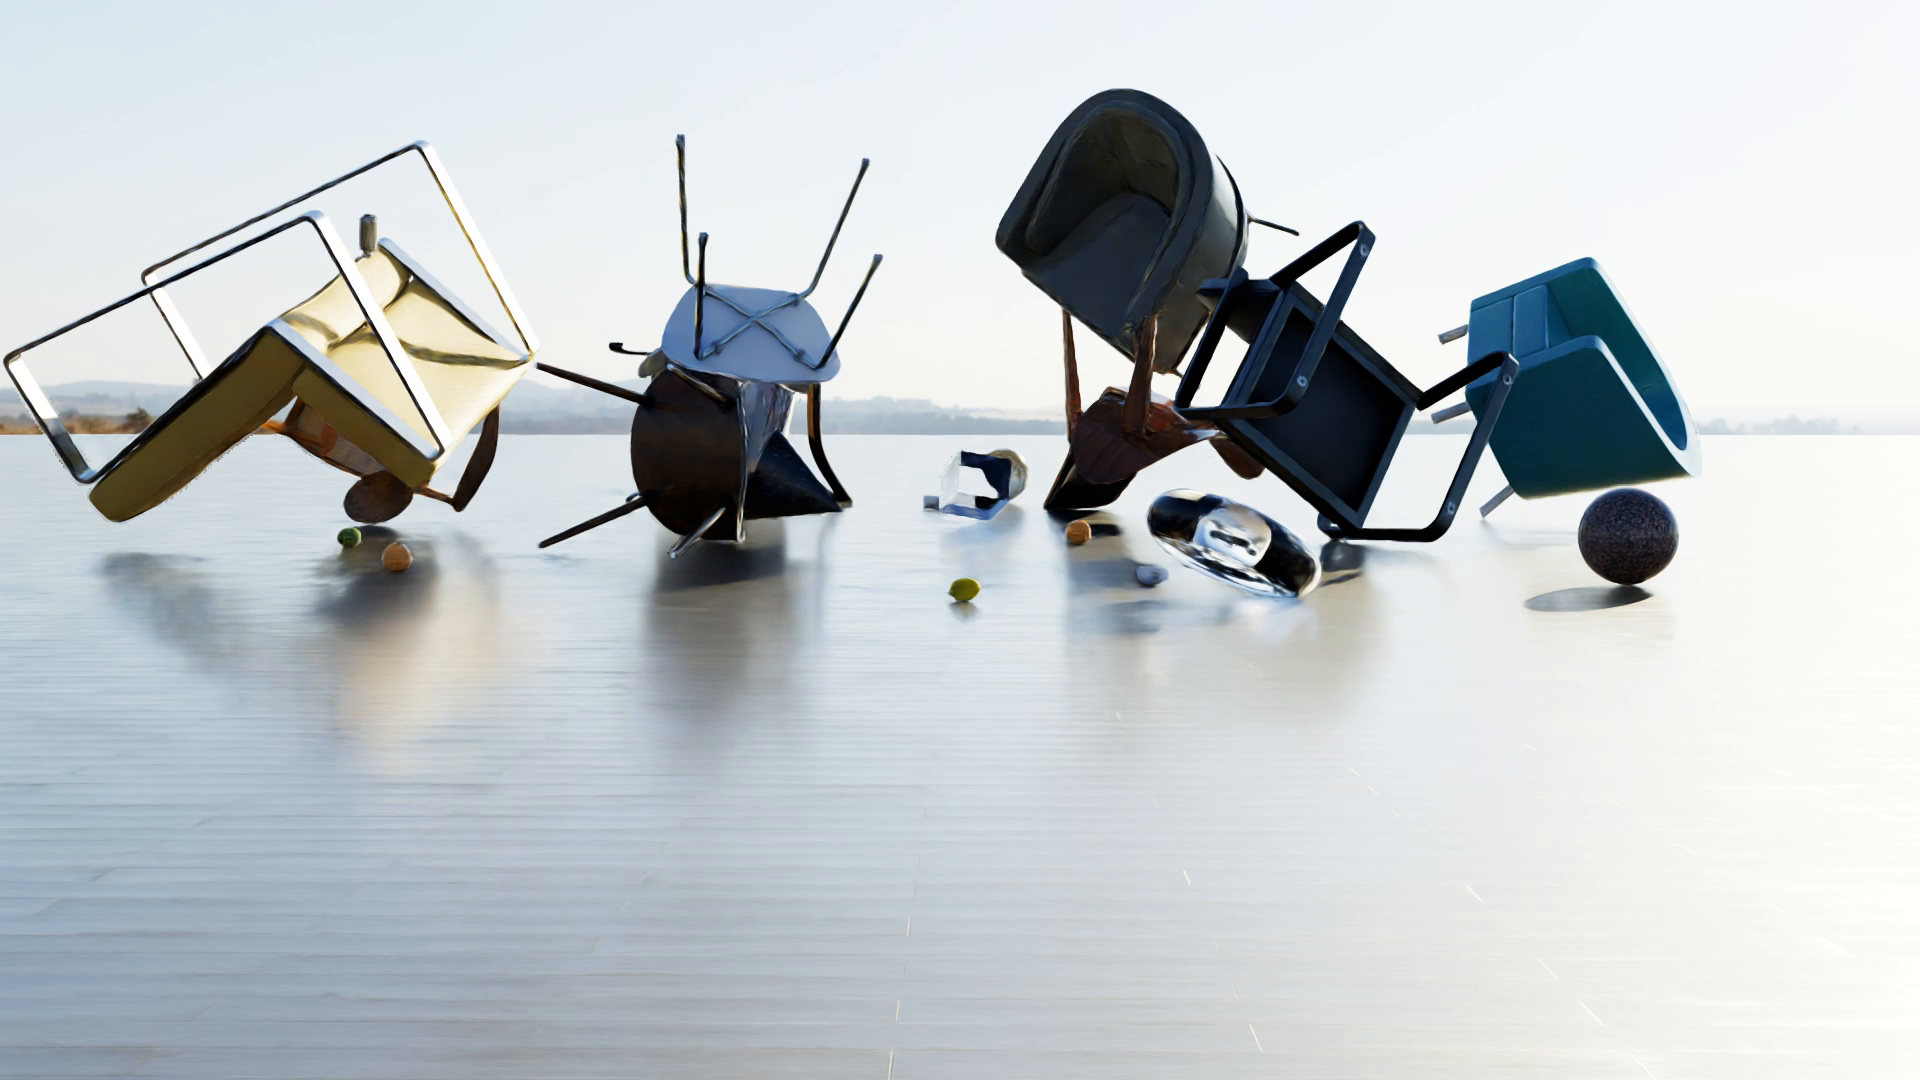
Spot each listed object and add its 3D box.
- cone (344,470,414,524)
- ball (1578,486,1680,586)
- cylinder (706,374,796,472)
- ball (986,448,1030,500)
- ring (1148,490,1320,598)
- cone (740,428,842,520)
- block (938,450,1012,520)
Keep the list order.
[{"bbox_3d":[-1.933,-0.123,7.426,0.242,0.172,0.223,-21,-9,-4],"label":"cone"},{"bbox_3d":[1.529,-0.010,5.029,0.227,0.227,0.227,0,4,0],"label":"ball"},{"bbox_3d":[-0.652,-0.358,6.890,0.211,0.253,0.255,5,-11,39],"label":"cylinder"},{"bbox_3d":[0.172,-0.261,8.790,0.213,0.213,0.213,0,4,0],"label":"ball"},{"bbox_3d":[0.582,0.009,4.695,0.397,0.113,0.370,21,-12,20],"label":"ring"},{"bbox_3d":[-0.468,-0.138,6.464,0.277,0.297,0.123,24,5,10],"label":"cone"},{"bbox_3d":[0.050,-0.178,7.296,0.174,0.143,0.229,10,-19,-14],"label":"block"}]
